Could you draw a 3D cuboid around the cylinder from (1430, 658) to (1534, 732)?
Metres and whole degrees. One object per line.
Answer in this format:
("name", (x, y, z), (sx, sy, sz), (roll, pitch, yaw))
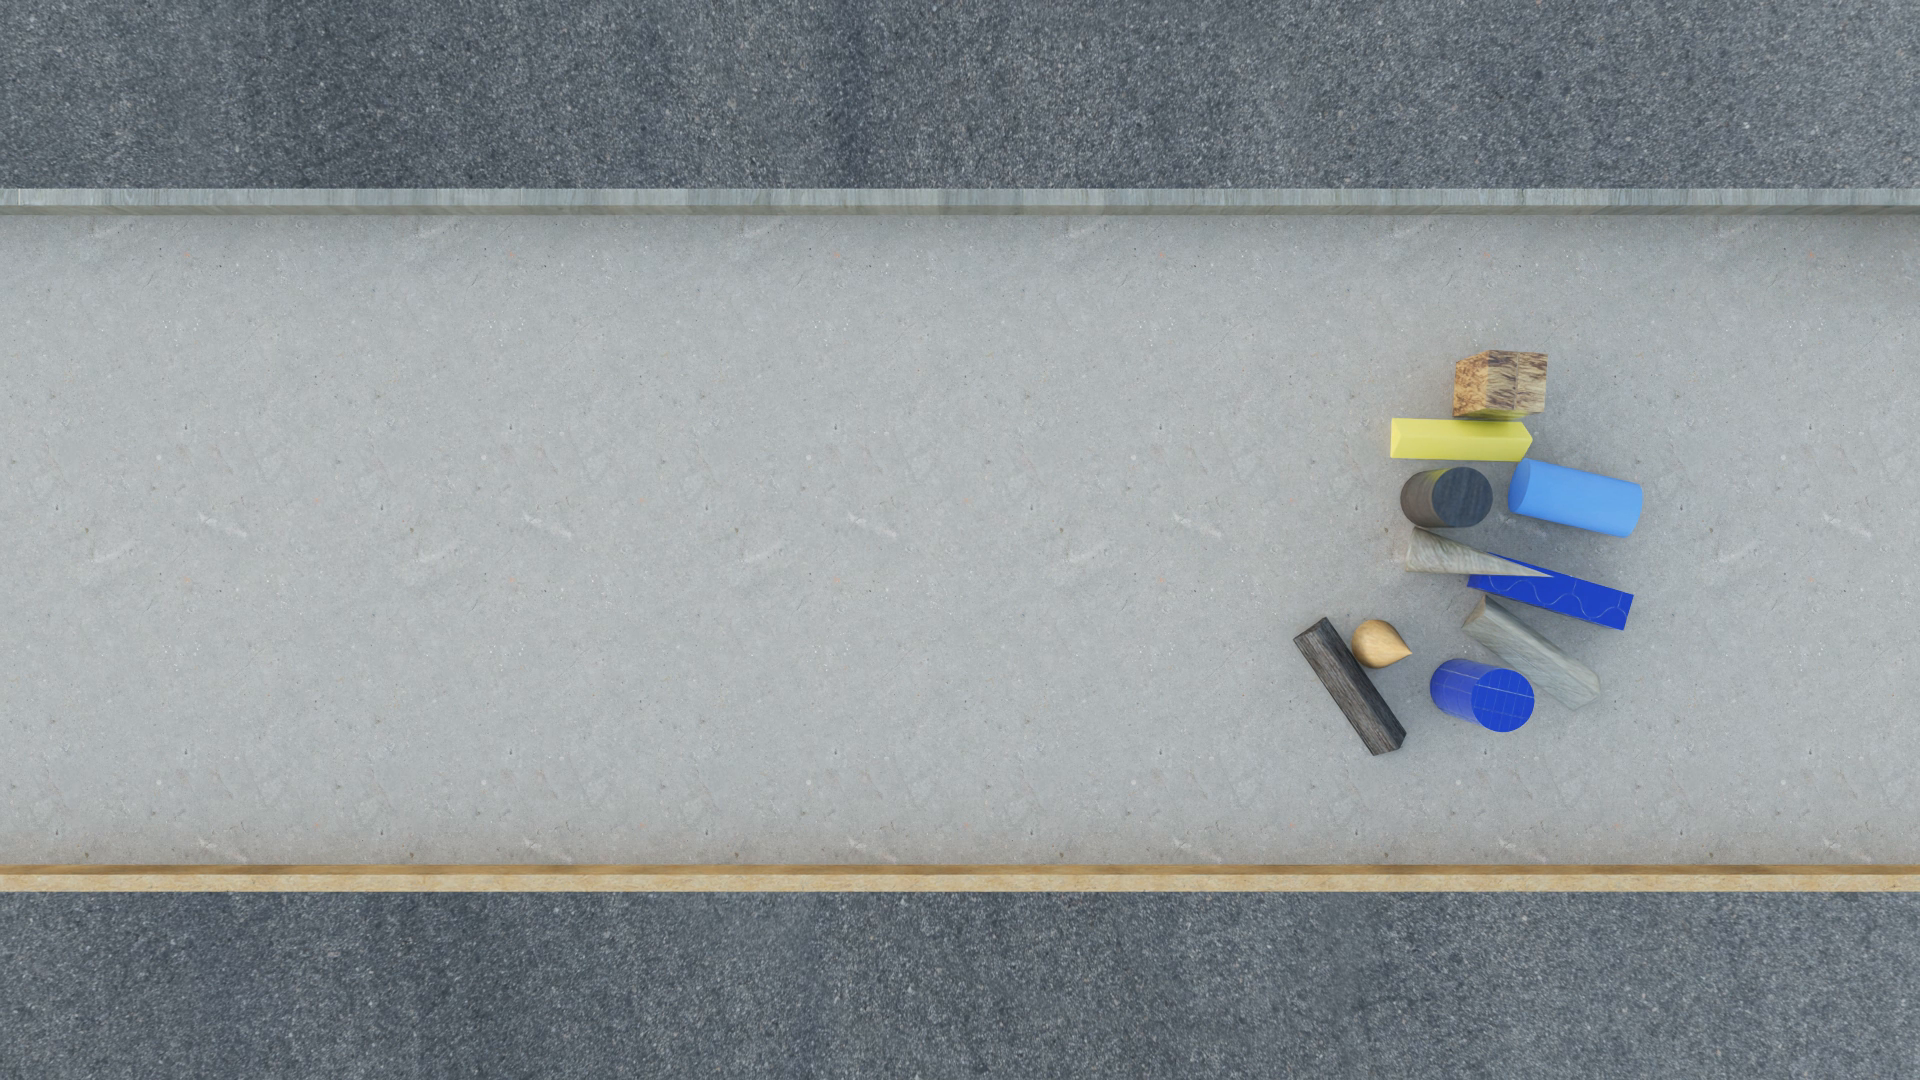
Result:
("cylinder", (1.536, 0.454, 4.872), (0.180, 0.410, 0.180), (0, 90, 0))

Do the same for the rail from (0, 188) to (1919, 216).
("rail", (-2.247, -1.025, 5.002), (12.000, 0.150, 0.050), (0, 90, 0))

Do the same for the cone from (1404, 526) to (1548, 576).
("cone", (1.560, 0.069, 4.937), (0.420, 0.142, 0.142), (12, 90, 20))

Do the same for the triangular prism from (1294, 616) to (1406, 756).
("triangular prism", (1.198, 0.450, 5.020), (0.123, 0.107, 0.436), (-35, 90, 0))

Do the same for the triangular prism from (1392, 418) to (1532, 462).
("triangular prism", (1.526, -0.308, 5.022), (0.397, 0.104, 0.120), (2, 90, 0))

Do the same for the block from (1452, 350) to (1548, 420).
("block", (1.605, -0.458, 4.914), (0.169, 0.325, 0.169), (4, 90, 0))

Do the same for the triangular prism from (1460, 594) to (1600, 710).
("triangular prism", (1.752, 0.347, 5.018), (0.432, 0.112, 0.129), (36, 90, 0))

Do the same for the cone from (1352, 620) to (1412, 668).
("cone", (1.281, 0.321, 4.872), (0.153, 0.410, 0.153), (0, 90, 0))

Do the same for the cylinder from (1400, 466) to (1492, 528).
("cylinder", (1.442, -0.124, 4.904), (0.176, 0.345, 0.176), (0, 90, 0))

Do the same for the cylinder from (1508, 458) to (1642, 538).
("cylinder", (1.860, -0.127, 4.992), (0.344, 0.169, 0.169), (13, 90, 0))

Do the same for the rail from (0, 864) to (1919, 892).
("rail", (-2.247, 1.025, 5.001), (12.000, 0.150, 0.050), (0, 90, 0))

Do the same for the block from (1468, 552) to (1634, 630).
("block", (1.794, 0.155, 5.021), (0.456, 0.112, 0.112), (16, 90, 0))
